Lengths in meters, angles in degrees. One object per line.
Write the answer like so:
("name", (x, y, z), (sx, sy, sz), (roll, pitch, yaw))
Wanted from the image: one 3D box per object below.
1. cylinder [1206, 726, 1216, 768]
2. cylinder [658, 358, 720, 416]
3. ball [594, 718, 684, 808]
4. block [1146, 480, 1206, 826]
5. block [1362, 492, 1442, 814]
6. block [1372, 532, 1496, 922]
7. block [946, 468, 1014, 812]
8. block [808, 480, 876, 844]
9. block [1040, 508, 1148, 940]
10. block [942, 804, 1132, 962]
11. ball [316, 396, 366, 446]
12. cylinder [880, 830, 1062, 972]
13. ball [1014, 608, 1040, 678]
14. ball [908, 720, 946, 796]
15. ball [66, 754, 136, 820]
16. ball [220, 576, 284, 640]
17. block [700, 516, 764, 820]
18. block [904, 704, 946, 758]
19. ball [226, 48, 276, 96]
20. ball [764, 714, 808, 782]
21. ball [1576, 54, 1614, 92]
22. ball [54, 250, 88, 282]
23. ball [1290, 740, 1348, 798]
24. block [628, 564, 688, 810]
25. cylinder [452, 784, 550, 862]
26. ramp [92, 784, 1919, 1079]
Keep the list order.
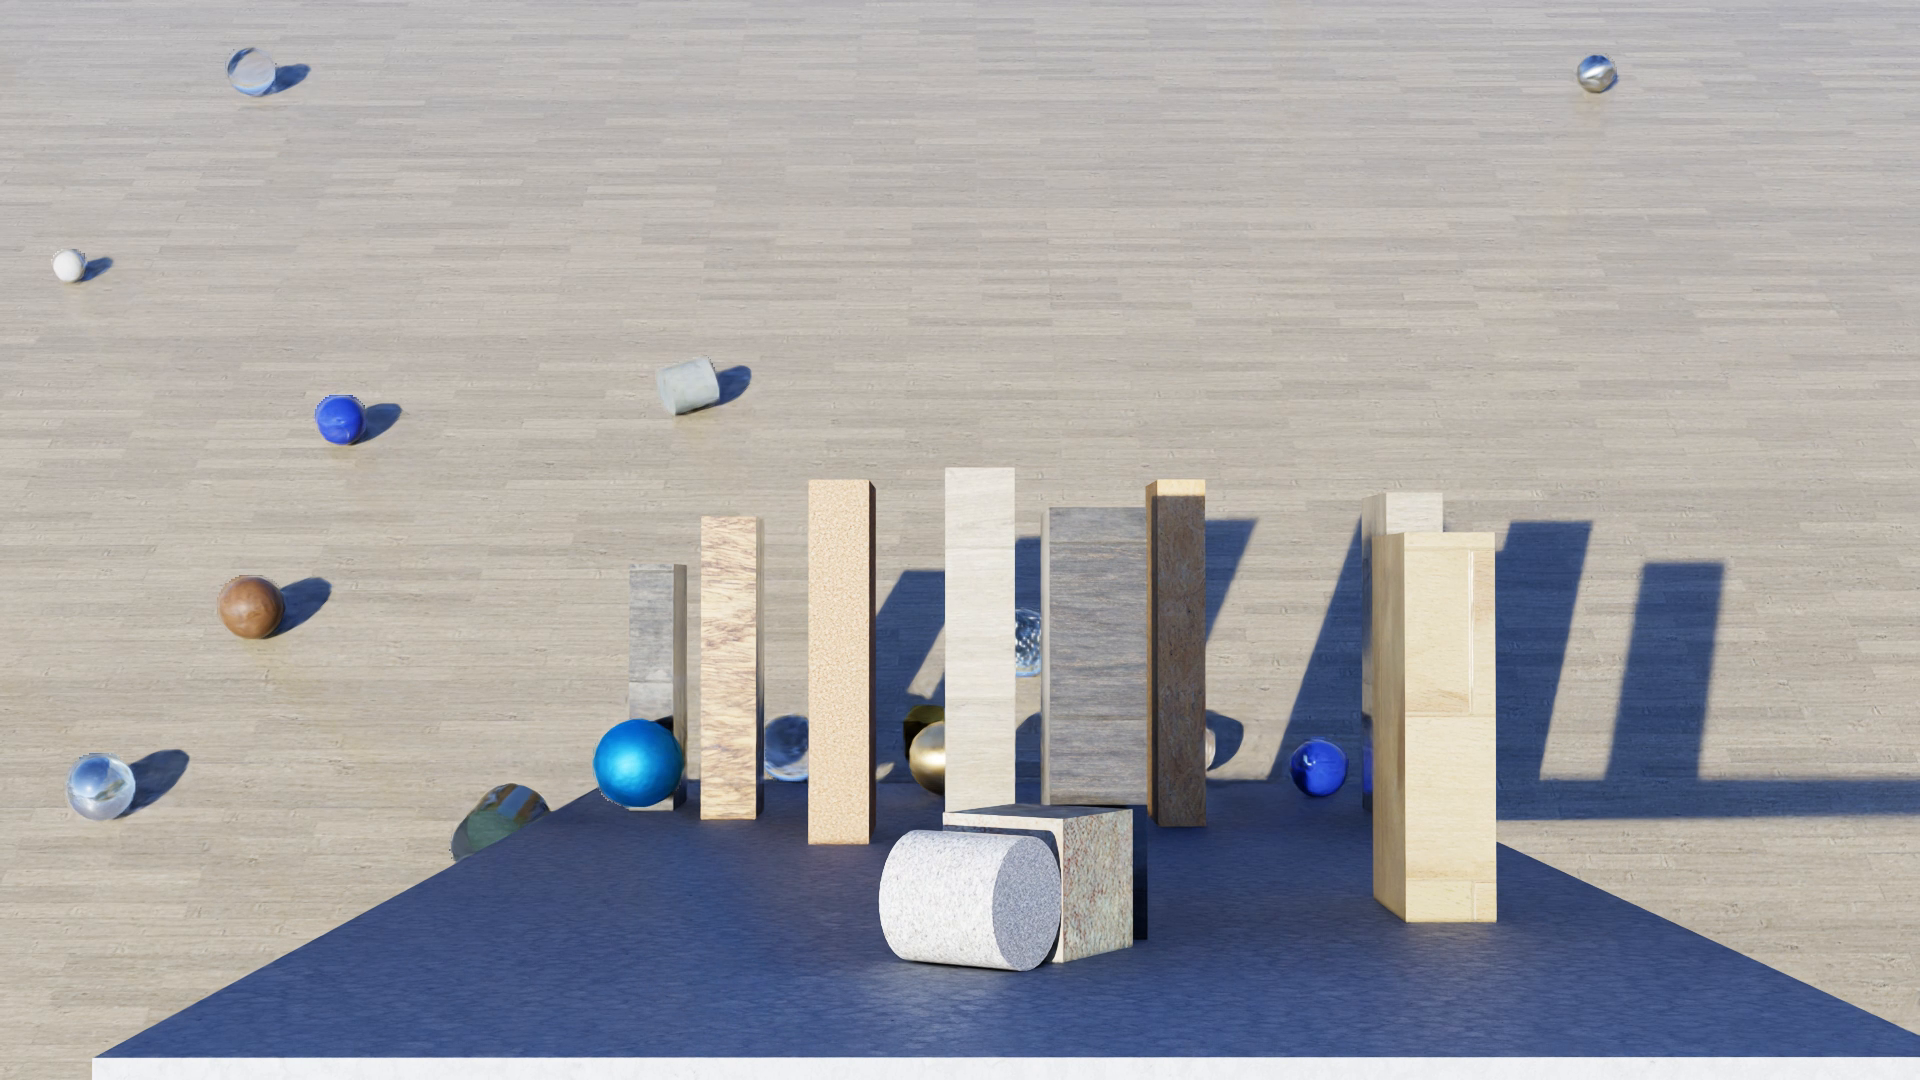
("cylinder", (0.582, 0.538, 6.818), (0.130, 0.130, 0.130), (14, 23, -34))
("cylinder", (-0.889, -0.502, 8.489), (0.153, 0.153, 0.153), (-19, 38, -21))
("ball", (-0.712, 0.495, 5.749), (0.197, 0.197, 0.197), (0, 33, 0))
("block", (0.473, 0.244, 5.710), (0.102, 0.739, 0.360), (0, -1, 0))
("block", (0.990, 0.258, 5.821), (0.122, 0.715, 0.349), (0, -1, 0))
("block", (0.739, 0.285, 4.065), (0.136, 0.587, 0.308), (0, -1, 0))
("block", (0.033, 0.235, 4.434), (0.115, 0.705, 0.251), (0, -1, 0))
("block", (-0.240, 0.245, 5.345), (0.119, 0.721, 0.427), (0, -1, 0))
("block", (0.198, 0.267, 3.920), (0.140, 0.619, 0.399), (0, -1, 0))
("block", (0.109, 0.474, 3.614), (0.192, 0.192, 0.192), (-1, -1, 33))
("ball", (-1.984, -0.382, 8.321), (0.157, 0.157, 0.157), (0, 33, 0))
("cylinder", (0.015, 0.479, 3.456), (0.176, 0.176, 0.176), (-1, 29, 33))
("ball", (0.174, 0.289, 7.267), (0.193, 0.193, 0.193), (0, 33, 0))
("ball", (-0.035, 0.536, 6.379), (0.182, 0.182, 0.182), (0, 33, 0))
("ball", (-2.235, 0.644, 6.747), (0.172, 0.172, 0.172), (0, 33, 0))
("ball", (-2.026, 0.194, 7.423), (0.181, 0.181, 0.181), (0, 33, 0))
("block", (-0.510, 0.283, 5.833), (0.120, 0.666, 0.248), (0, -1, 0))
("block", (-0.082, 0.518, 6.968), (0.109, 0.109, 0.109), (3, 21, 15))
("ball", (-2.903, -1.918, 10.626), (0.194, 0.194, 0.194), (0, 33, 0))
("ball", (-0.444, 0.549, 6.851), (0.181, 0.181, 0.181), (0, 33, 0))
("ball", (2.612, -1.918, 10.662), (0.153, 0.153, 0.153), (0, 33, 0))
("ball", (-3.177, -0.976, 9.264), (0.113, 0.113, 0.113), (0, 33, 0))
("ball", (0.871, 0.555, 6.303), (0.140, 0.140, 0.140), (0, 33, 0))
("block", (-0.705, 0.339, 6.074), (0.101, 0.564, 0.295), (0, -1, 0))
("cylinder", (-1.100, 0.710, 6.243), (0.193, 0.193, 0.193), (4, 15, 6))
("ramp", (0.074, 0.644, 4.766), (2.000, 0.100, 4.000), (0, -1, 0))
